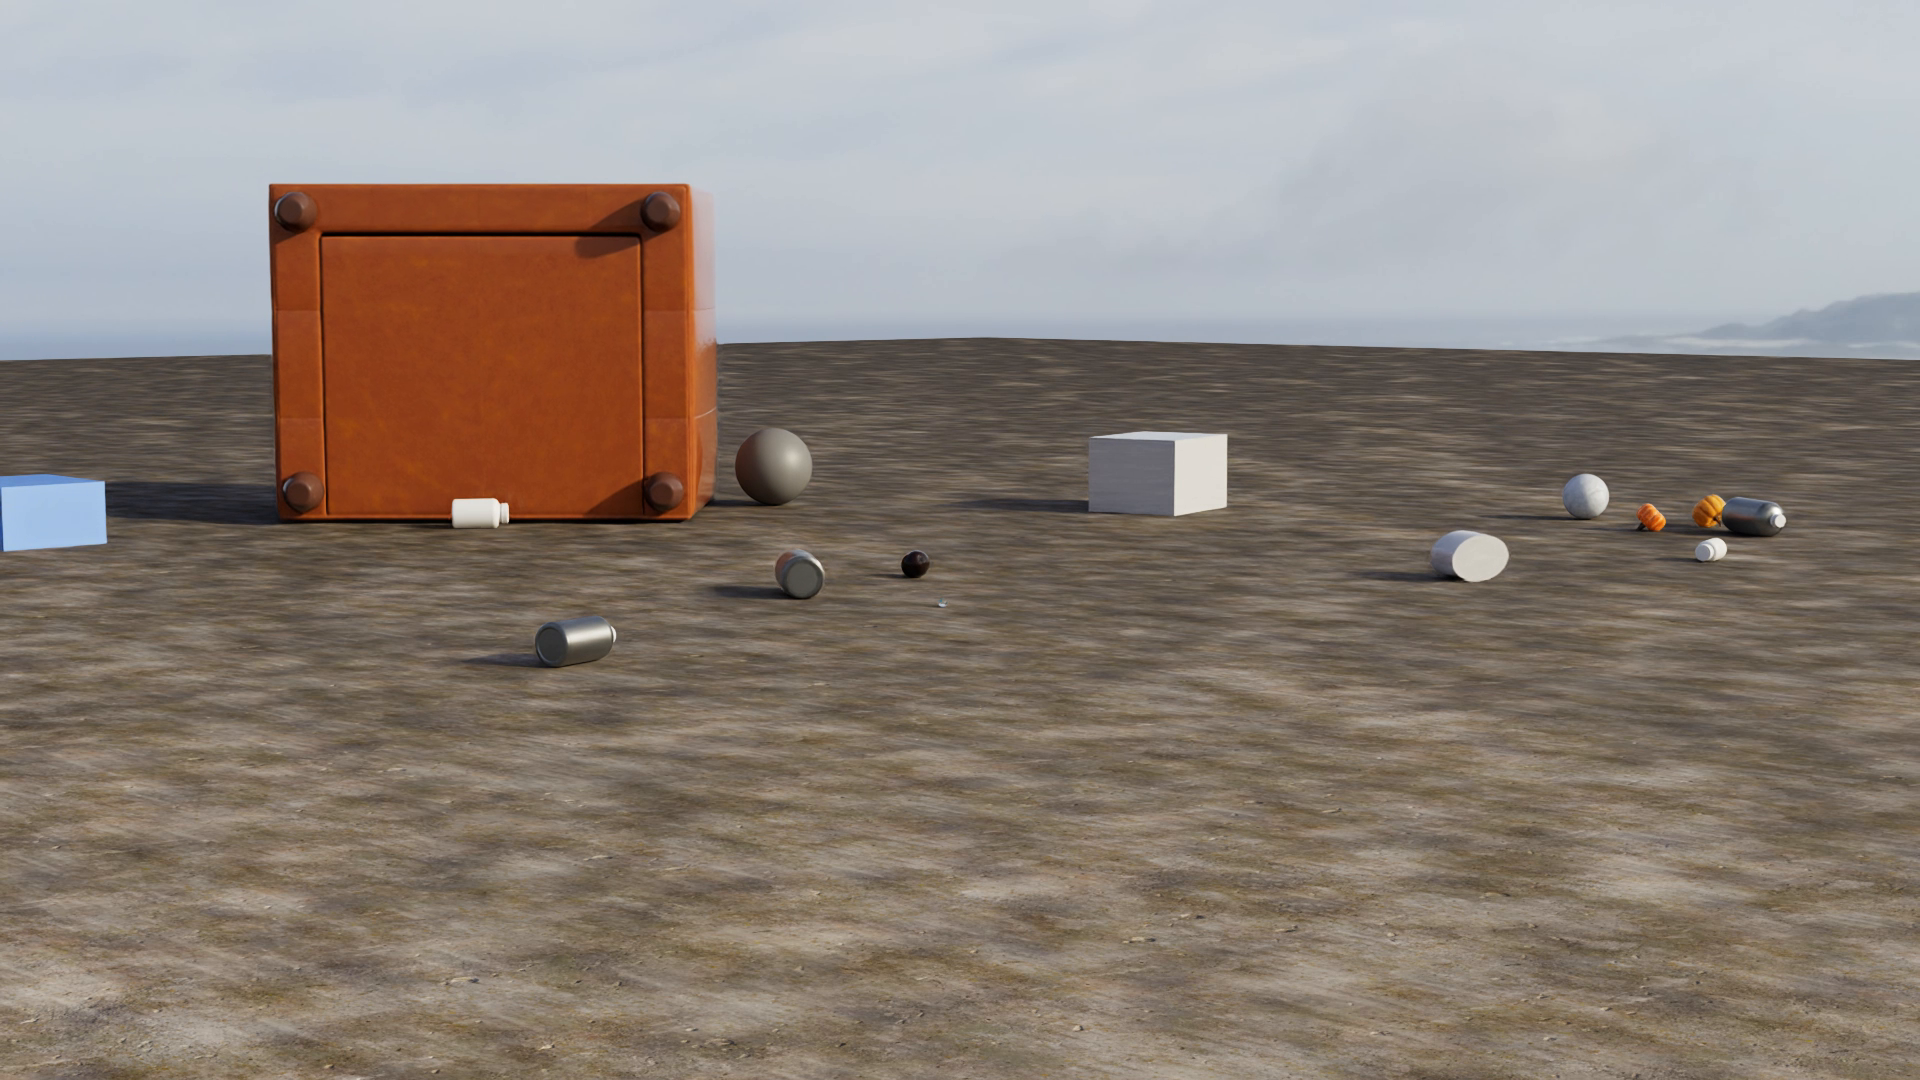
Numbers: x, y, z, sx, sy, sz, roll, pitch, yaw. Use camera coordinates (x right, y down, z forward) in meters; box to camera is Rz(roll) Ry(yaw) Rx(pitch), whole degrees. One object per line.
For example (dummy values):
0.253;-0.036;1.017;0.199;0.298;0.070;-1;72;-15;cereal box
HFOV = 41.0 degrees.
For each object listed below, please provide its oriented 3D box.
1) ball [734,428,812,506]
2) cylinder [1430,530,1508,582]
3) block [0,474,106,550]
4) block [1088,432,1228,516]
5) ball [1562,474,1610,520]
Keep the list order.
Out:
-0.536;-0.211;7.379;0.222;0.222;0.222;0;6;0;ball
1.107;0.035;5.579;0.137;0.100;0.099;-10;11;-16;cylinder
-2.315;-0.071;6.356;0.259;0.153;0.331;-6;8;-43;block
0.561;-0.191;7.253;0.270;0.207;0.323;4;7;32;block
1.695;-0.118;6.949;0.124;0.124;0.124;0;6;0;ball
